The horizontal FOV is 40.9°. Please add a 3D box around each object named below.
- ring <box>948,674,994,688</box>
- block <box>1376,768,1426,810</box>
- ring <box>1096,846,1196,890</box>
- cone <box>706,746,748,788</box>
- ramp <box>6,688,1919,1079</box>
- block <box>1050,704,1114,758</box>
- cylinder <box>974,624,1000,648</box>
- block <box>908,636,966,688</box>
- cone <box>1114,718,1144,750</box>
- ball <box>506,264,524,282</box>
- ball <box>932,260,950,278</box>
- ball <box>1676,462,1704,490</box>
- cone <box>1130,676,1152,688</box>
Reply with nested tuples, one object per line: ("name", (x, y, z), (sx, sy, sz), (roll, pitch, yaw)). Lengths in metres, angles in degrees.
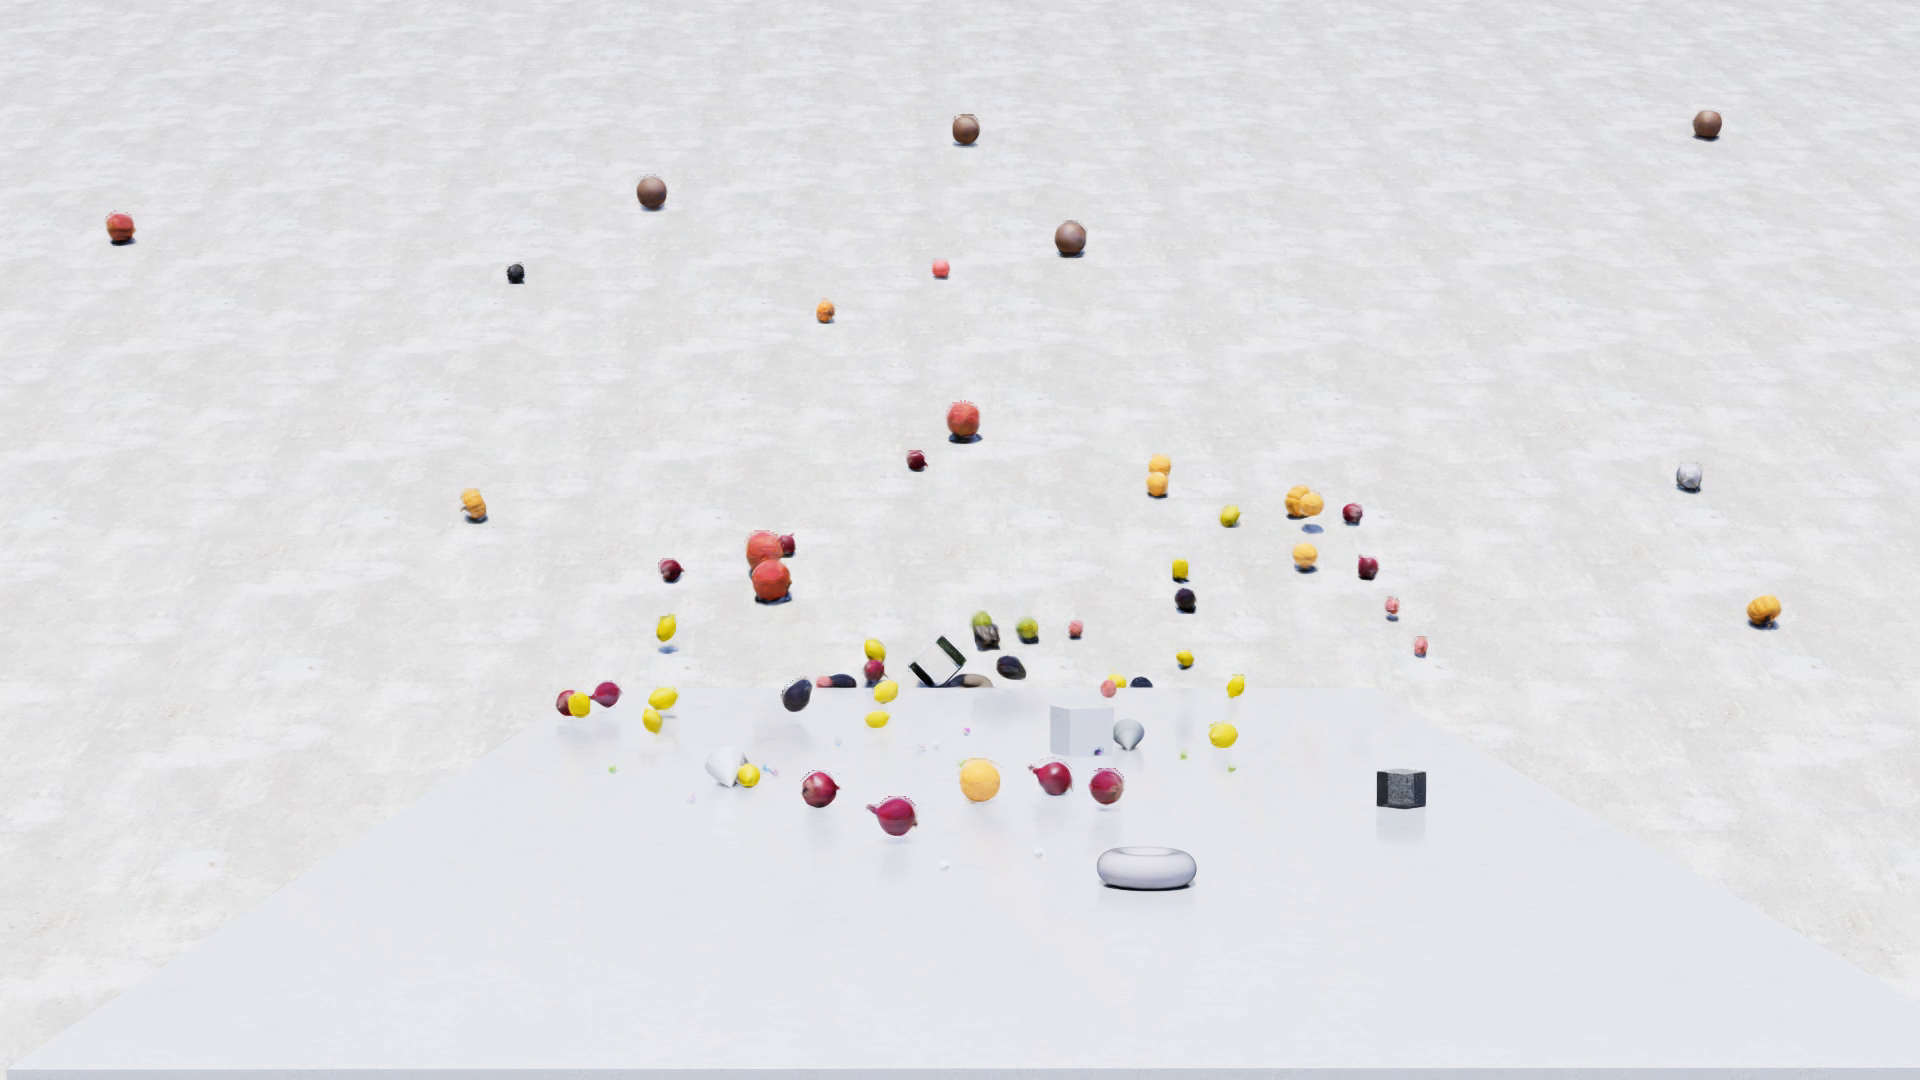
("ring", (0.027, 0.386, 6.701), (0.121, 0.040, 0.121), (-1, 25, 0))
("block", (0.752, 0.424, 4.391), (0.060, 0.060, 0.060), (-2, 3, -43))
("ring", (0.262, 0.460, 3.613), (0.141, 0.047, 0.141), (1, 1, 0))
("cone", (-0.418, 0.427, 4.664), (0.078, 0.078, 0.078), (-5, 30, -10))
("ramp", (0.055, 0.499, 4.546), (2.000, 0.100, 4.000), (0, 2, 0))
("block", (0.243, 0.379, 5.147), (0.095, 0.095, 0.095), (-1, 2, -23))
("cylinder", (0.073, 0.260, 6.957), (0.057, 0.057, 0.057), (-5, 24, -11))
("block", (-0.057, 0.322, 6.709), (0.095, 0.095, 0.095), (47, 18, -1))
("cone", (0.341, 0.409, 5.225), (0.067, 0.067, 0.067), (1, 30, 1))
("ball", (-1.693, -1.018, 9.814), (0.068, 0.068, 0.068), (0, 24, 0))
("ball", (-0.074, -1.040, 9.861), (0.070, 0.070, 0.070), (0, 24, 0))
("ball", (2.254, -0.197, 7.957), (0.081, 0.081, 0.081), (0, 24, 0))
("cone", (0.473, 0.387, 6.711), (0.062, 0.062, 0.062), (3, -2, 6))
